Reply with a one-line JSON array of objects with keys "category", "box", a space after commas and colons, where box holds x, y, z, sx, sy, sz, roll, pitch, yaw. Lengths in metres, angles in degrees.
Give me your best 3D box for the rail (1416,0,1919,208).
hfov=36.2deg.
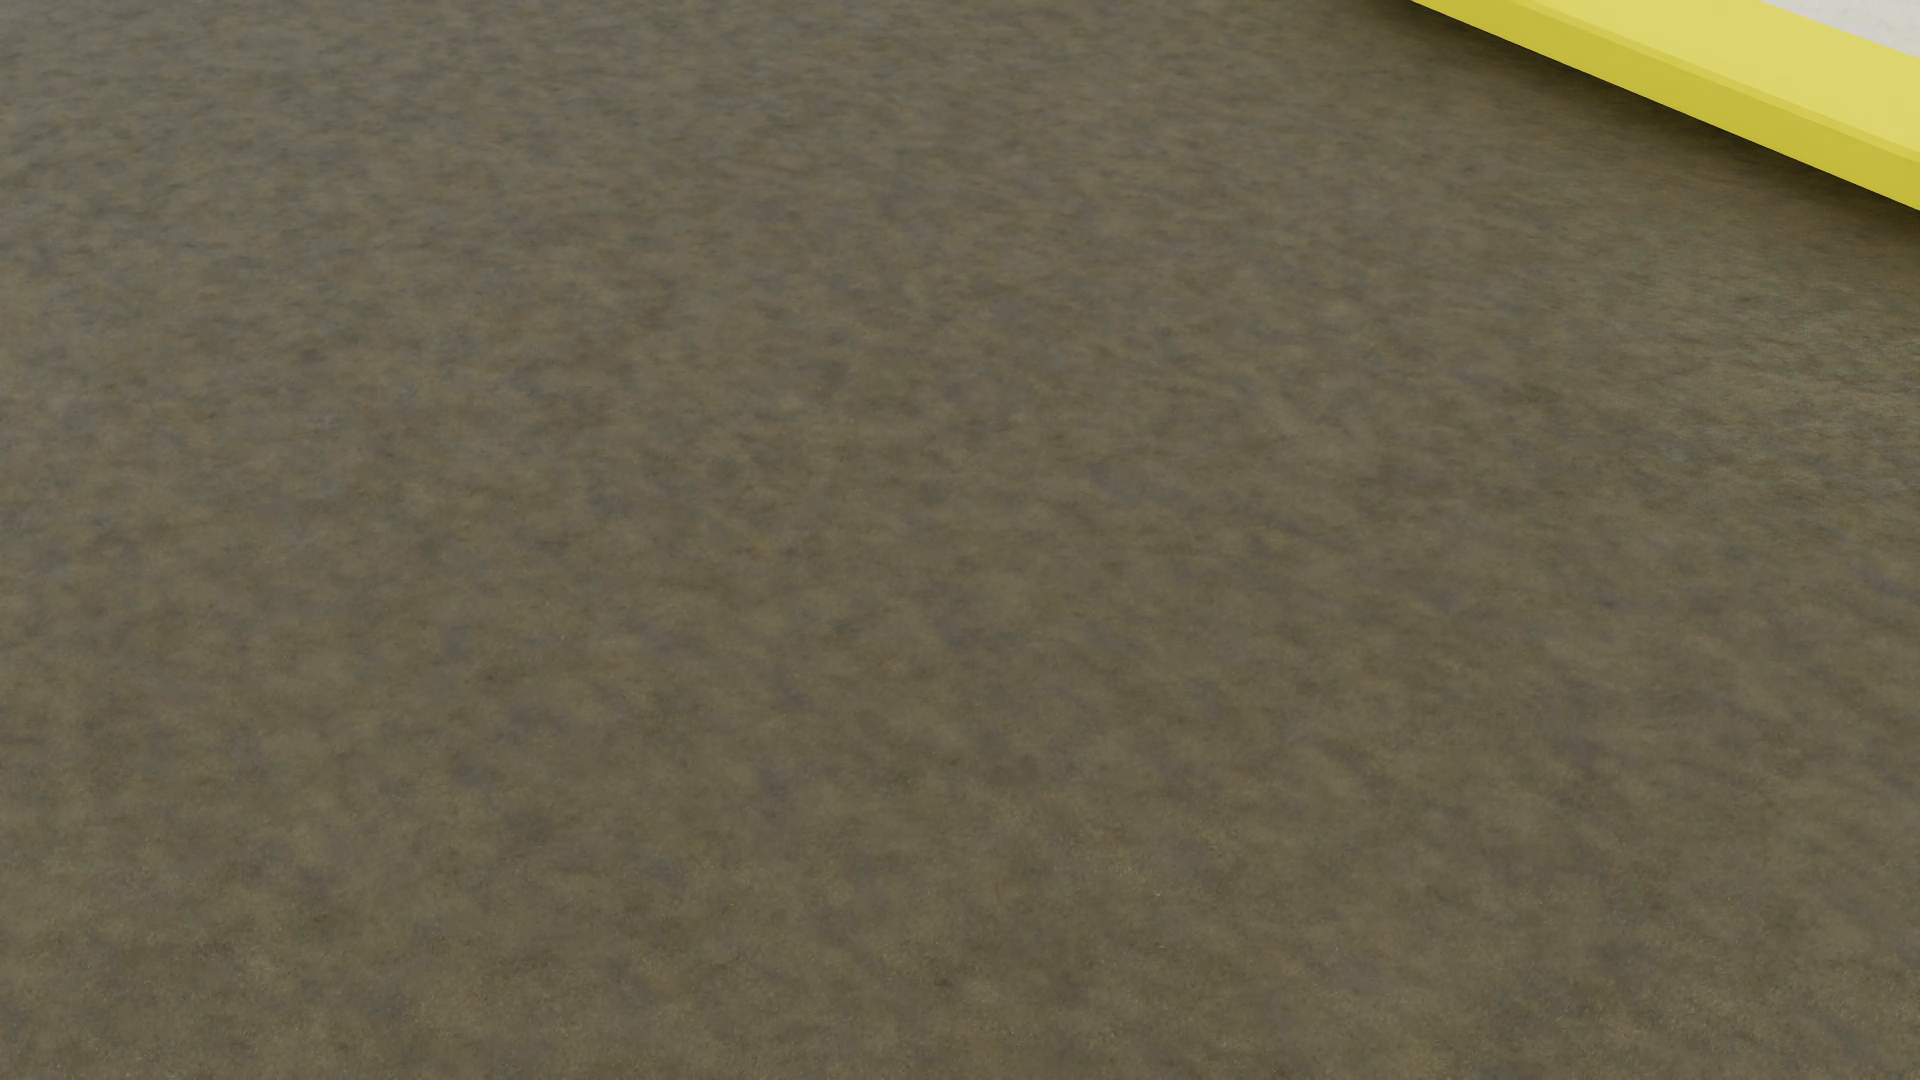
[{"category": "rail", "box": [0.385, -0.678, 3.170, 0.045, 0.128, 4.128, -15, 31, -27]}]
